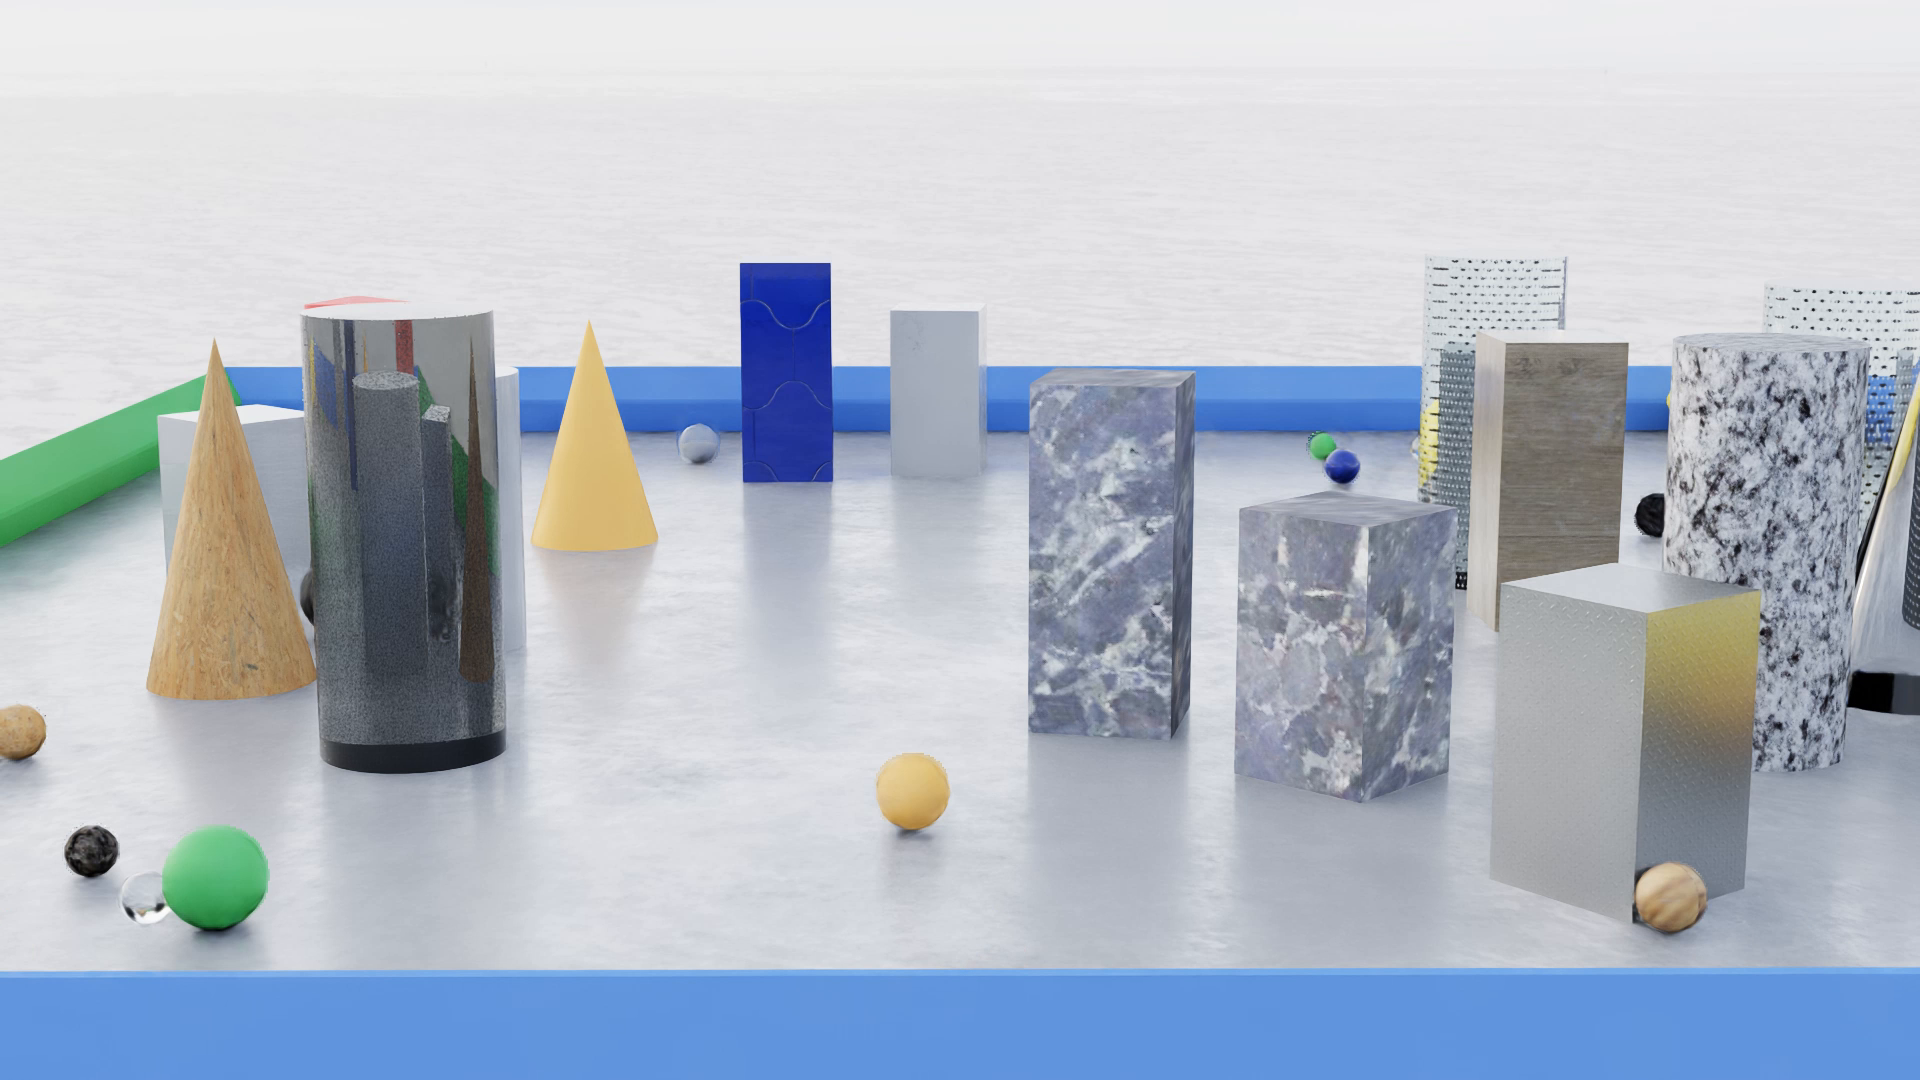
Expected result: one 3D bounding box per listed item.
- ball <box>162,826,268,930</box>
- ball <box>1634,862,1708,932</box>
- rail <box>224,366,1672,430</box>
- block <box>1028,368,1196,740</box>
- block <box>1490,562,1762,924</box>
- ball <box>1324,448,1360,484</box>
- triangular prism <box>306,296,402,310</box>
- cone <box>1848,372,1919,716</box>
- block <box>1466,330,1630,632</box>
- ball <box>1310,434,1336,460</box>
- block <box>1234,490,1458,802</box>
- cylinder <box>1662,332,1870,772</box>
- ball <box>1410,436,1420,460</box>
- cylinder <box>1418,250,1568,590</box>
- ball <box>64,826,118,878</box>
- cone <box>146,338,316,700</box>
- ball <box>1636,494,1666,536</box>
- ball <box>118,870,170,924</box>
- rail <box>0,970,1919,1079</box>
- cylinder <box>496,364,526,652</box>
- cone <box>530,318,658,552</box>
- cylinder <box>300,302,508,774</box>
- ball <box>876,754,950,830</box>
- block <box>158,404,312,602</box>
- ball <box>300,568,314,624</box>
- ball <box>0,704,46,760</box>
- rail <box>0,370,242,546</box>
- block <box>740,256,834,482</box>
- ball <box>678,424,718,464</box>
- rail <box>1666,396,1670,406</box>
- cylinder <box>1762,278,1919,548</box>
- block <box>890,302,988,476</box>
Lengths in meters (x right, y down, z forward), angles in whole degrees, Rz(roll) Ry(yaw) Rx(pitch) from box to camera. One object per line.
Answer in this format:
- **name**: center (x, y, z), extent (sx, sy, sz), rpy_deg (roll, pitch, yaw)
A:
- **ball**: center (-0.636, 0.289, 2.189), extent (0.087, 0.087, 0.087), rpy_deg (0, 10, 0)
- **ball**: center (0.605, 0.304, 2.182), extent (0.059, 0.059, 0.059), rpy_deg (0, 10, 0)
- **rail**: center (-0.010, -0.281, 5.149), extent (2.940, 0.129, 0.045), rpy_deg (0, 10, 0)
- **block**: center (0.170, 0.011, 2.863), extent (0.159, 0.387, 0.159), rpy_deg (2, 11, 13)
- **block**: center (0.591, 0.175, 2.288), extent (0.159, 0.273, 0.159), rpy_deg (-8, 13, -37)
- **ball**: center (0.674, -0.130, 4.521), extent (0.062, 0.062, 0.062), rpy_deg (0, 10, 0)
- **triangular prism**: center (-0.995, -0.228, 4.274), extent (0.172, 0.345, 0.149), rpy_deg (-3, 11, -15)
- **cone**: center (1.102, -0.012, 2.972), extent (0.199, 0.394, 0.199), rpy_deg (0, 10, 0)
- **block**: center (0.773, -0.081, 3.388), extent (0.159, 0.377, 0.159), rpy_deg (0, 10, -2)
- **ball**: center (0.677, -0.174, 4.791), extent (0.050, 0.050, 0.050), rpy_deg (0, 10, 0)
- **block**: center (0.398, 0.105, 2.651), extent (0.159, 0.280, 0.159), rpy_deg (10, 14, 43)
- **cylinder**: center (0.852, 0.008, 2.737), extent (0.199, 0.440, 0.199), rpy_deg (0, 10, 0)
- **ball**: center (0.862, -0.169, 4.764), extent (0.050, 0.050, 0.050), rpy_deg (0, 10, 0)
- **cylinder**: center (0.755, -0.174, 3.653), extent (0.199, 0.465, 0.199), rpy_deg (0, 10, 0)
- **ball**: center (-0.789, 0.283, 2.332), extent (0.047, 0.047, 0.047), rpy_deg (0, 10, 0)
- **cone**: center (-0.873, -0.035, 3.041), extent (0.199, 0.414, 0.199), rpy_deg (0, 10, 0)
- **ball**: center (1.091, -0.039, 4.012), extent (0.068, 0.068, 0.068), rpy_deg (0, 10, 0)
- **ball**: center (-0.699, 0.307, 2.202), extent (0.046, 0.046, 0.046), rpy_deg (0, 10, 0)
- **rail**: center (0.010, 0.348, 1.749), extent (2.940, 0.129, 0.045), rpy_deg (0, 10, 0)
- **cylinder**: center (-0.654, -0.040, 3.248), extent (0.199, 0.348, 0.199), rpy_deg (0, 10, 0)
- **cone**: center (-0.569, -0.171, 3.964), extent (0.199, 0.345, 0.199), rpy_deg (0, 10, 0)
- **cylinder**: center (-0.589, -0.007, 2.726), extent (0.199, 0.473, 0.199), rpy_deg (0, 10, 0)
- **ball**: center (-0.046, 0.243, 2.476), extent (0.072, 0.072, 0.072), rpy_deg (0, 10, 0)
- **block**: center (-0.987, -0.047, 3.543), extent (0.159, 0.254, 0.159), rpy_deg (9, 14, 41)
- **ball**: center (-0.800, 0.071, 3.303), extent (0.098, 0.098, 0.098), rpy_deg (0, 10, 0)
- **ball**: center (-1.001, 0.204, 2.725), extent (0.059, 0.059, 0.059), rpy_deg (0, 10, 0)
- **rail**: center (-1.446, 0.035, 3.441), extent (0.045, 0.129, 3.505), rpy_deg (0, 10, 0)
- **block**: center (-0.308, -0.307, 4.585), extent (0.159, 0.387, 0.159), rpy_deg (0, 10, -2)
- **ball**: center (-0.483, -0.177, 4.744), extent (0.074, 0.074, 0.074), rpy_deg (0, 10, 0)
- **rail**: center (1.446, 0.032, 3.457), extent (0.045, 0.129, 3.505), rpy_deg (0, 10, 0)
- **cylinder**: center (1.104, -0.093, 3.230), extent (0.199, 0.459, 0.199), rpy_deg (0, 10, 0)
- **block**: center (-0.037, -0.275, 4.660), extent (0.159, 0.297, 0.159), rpy_deg (1, 11, 6)
